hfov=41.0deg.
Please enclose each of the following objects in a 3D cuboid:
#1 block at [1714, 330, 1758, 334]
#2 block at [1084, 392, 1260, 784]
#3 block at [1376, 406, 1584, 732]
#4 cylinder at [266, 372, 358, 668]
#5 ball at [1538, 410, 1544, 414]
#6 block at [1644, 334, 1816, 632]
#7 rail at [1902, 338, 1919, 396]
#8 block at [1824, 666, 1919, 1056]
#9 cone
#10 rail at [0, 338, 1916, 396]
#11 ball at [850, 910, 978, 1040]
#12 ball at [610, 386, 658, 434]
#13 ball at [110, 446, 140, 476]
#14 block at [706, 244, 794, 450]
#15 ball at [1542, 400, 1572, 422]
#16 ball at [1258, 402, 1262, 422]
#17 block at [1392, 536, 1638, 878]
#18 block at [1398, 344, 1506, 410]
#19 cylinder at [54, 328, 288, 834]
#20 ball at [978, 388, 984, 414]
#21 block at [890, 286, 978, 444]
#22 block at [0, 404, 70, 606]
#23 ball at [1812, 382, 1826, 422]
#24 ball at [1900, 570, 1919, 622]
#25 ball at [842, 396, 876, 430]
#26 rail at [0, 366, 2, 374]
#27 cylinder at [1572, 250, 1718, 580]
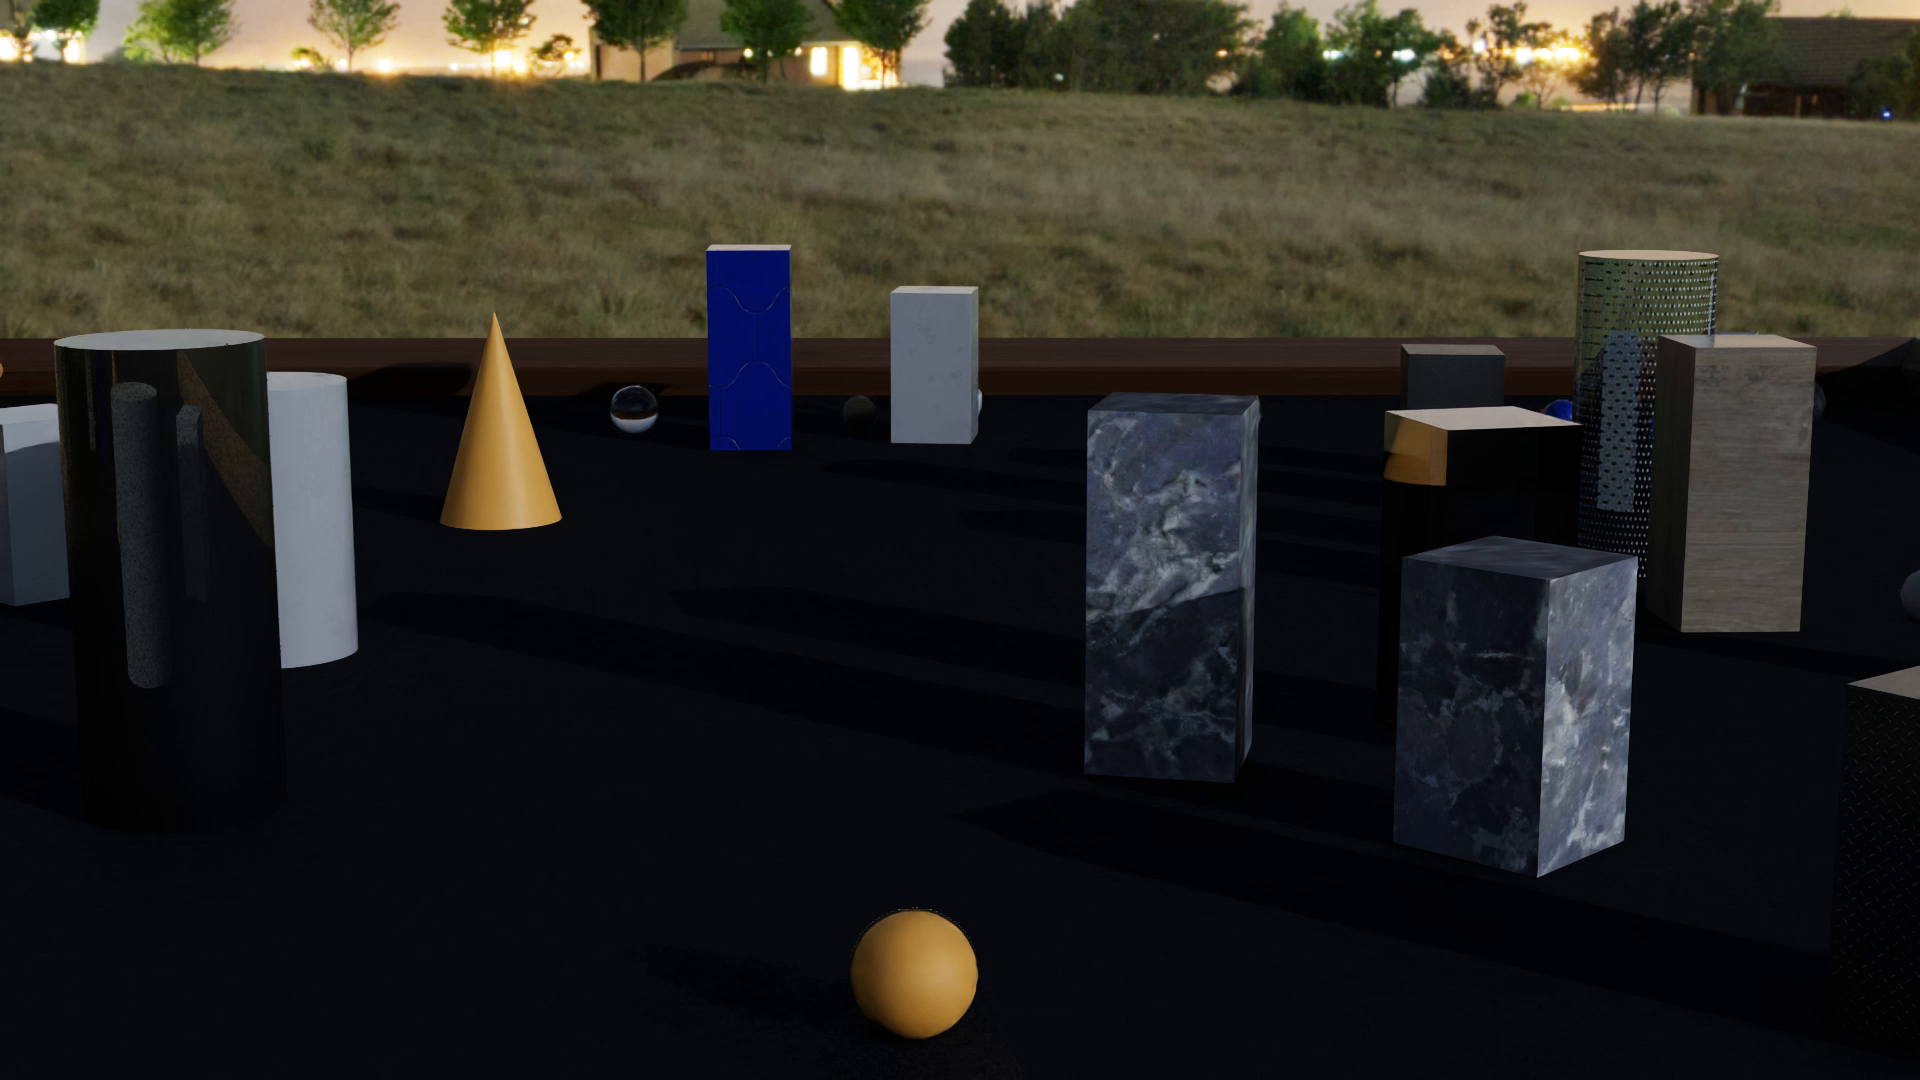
[{"bbox_3d":[1.239,-0.202,4.296,0.156,0.282,0.156,4,11,22],"label":"block"},{"bbox_3d":[0.223,0.045,2.690,0.156,0.381,0.156,2,11,13],"label":"block"},{"bbox_3d":[0.563,0.041,2.798,0.156,0.351,0.156,-3,11,-15],"label":"block"},{"bbox_3d":[-0.856,-0.028,3.193,0.195,0.341,0.195,0,11,0],"label":"cylinder"},{"bbox_3d":[1.171,-0.239,5.136,0.047,0.047,0.047,0,11,0],"label":"ball"},{"bbox_3d":[1.011,-0.077,3.377,0.156,0.371,0.156,0,11,-2],"label":"block"},{"bbox_3d":[2.115,0.030,3.461,0.045,0.127,4.586,0,11,0],"label":"rail"},{"bbox_3d":[0.774,0.242,1.935,0.156,0.269,0.156,-8,13,-37],"label":"block"},{"bbox_3d":[-0.744,-0.200,4.129,0.195,0.339,0.195,0,11,0],"label":"cone"},{"bbox_3d":[-0.013,-0.381,5.680,4.278,0.127,0.045,0,11,0],"label":"rail"},{"bbox_3d":[-0.035,0.329,1.941,0.097,0.097,0.097,0,11,0],"label":"ball"},{"bbox_3d":[-0.648,-0.259,5.106,0.098,0.098,0.098,0,11,0],"label":"ball"},{"bbox_3d":[-1.496,-0.143,4.597,0.054,0.054,0.054,0,11,0],"label":"ball"},{"bbox_3d":[-0.403,-0.373,4.944,0.156,0.380,0.156,0,11,-2],"label":"block"},{"bbox_3d":[1.188,-0.240,5.069,0.074,0.074,0.074,0,11,0],"label":"ball"},{"bbox_3d":[0.581,-0.261,5.207,0.065,0.065,0.065,0,11,0],"label":"ball"},{"bbox_3d":[0.521,0.151,2.410,0.156,0.275,0.156,10,14,43],"label":"block"},{"bbox_3d":[0.820,-0.190,4.296,0.156,0.258,0.156,1,11,5],"label":"block"},{"bbox_3d":[-0.770,0.035,2.513,0.195,0.465,0.195,0,11,0],"label":"cylinder"},{"bbox_3d":[0.004,-0.280,5.169,0.087,0.087,0.087,0,11,0],"label":"ball"},{"bbox_3d":[-0.049,-0.345,5.038,0.156,0.292,0.156,1,11,6],"label":"block"},{"bbox_3d":[-1.292,-0.052,3.576,0.156,0.249,0.156,9,14,41],"label":"block"},{"bbox_3d":[1.716,-0.282,5.235,0.097,0.097,0.097,0,11,0],"label":"ball"},{"bbox_3d":[1.276,0.074,3.371,0.076,0.076,0.076,0,11,0],"label":"ball"},{"bbox_3d":[-0.202,-0.256,5.166,0.069,0.069,0.069,0,11,0],"label":"ball"},{"bbox_3d":[-2.115,0.035,3.437,0.045,0.127,4.586,0,11,0],"label":"rail"},{"bbox_3d":[0.988,-0.185,3.726,0.195,0.456,0.195,0,11,0],"label":"cylinder"}]
